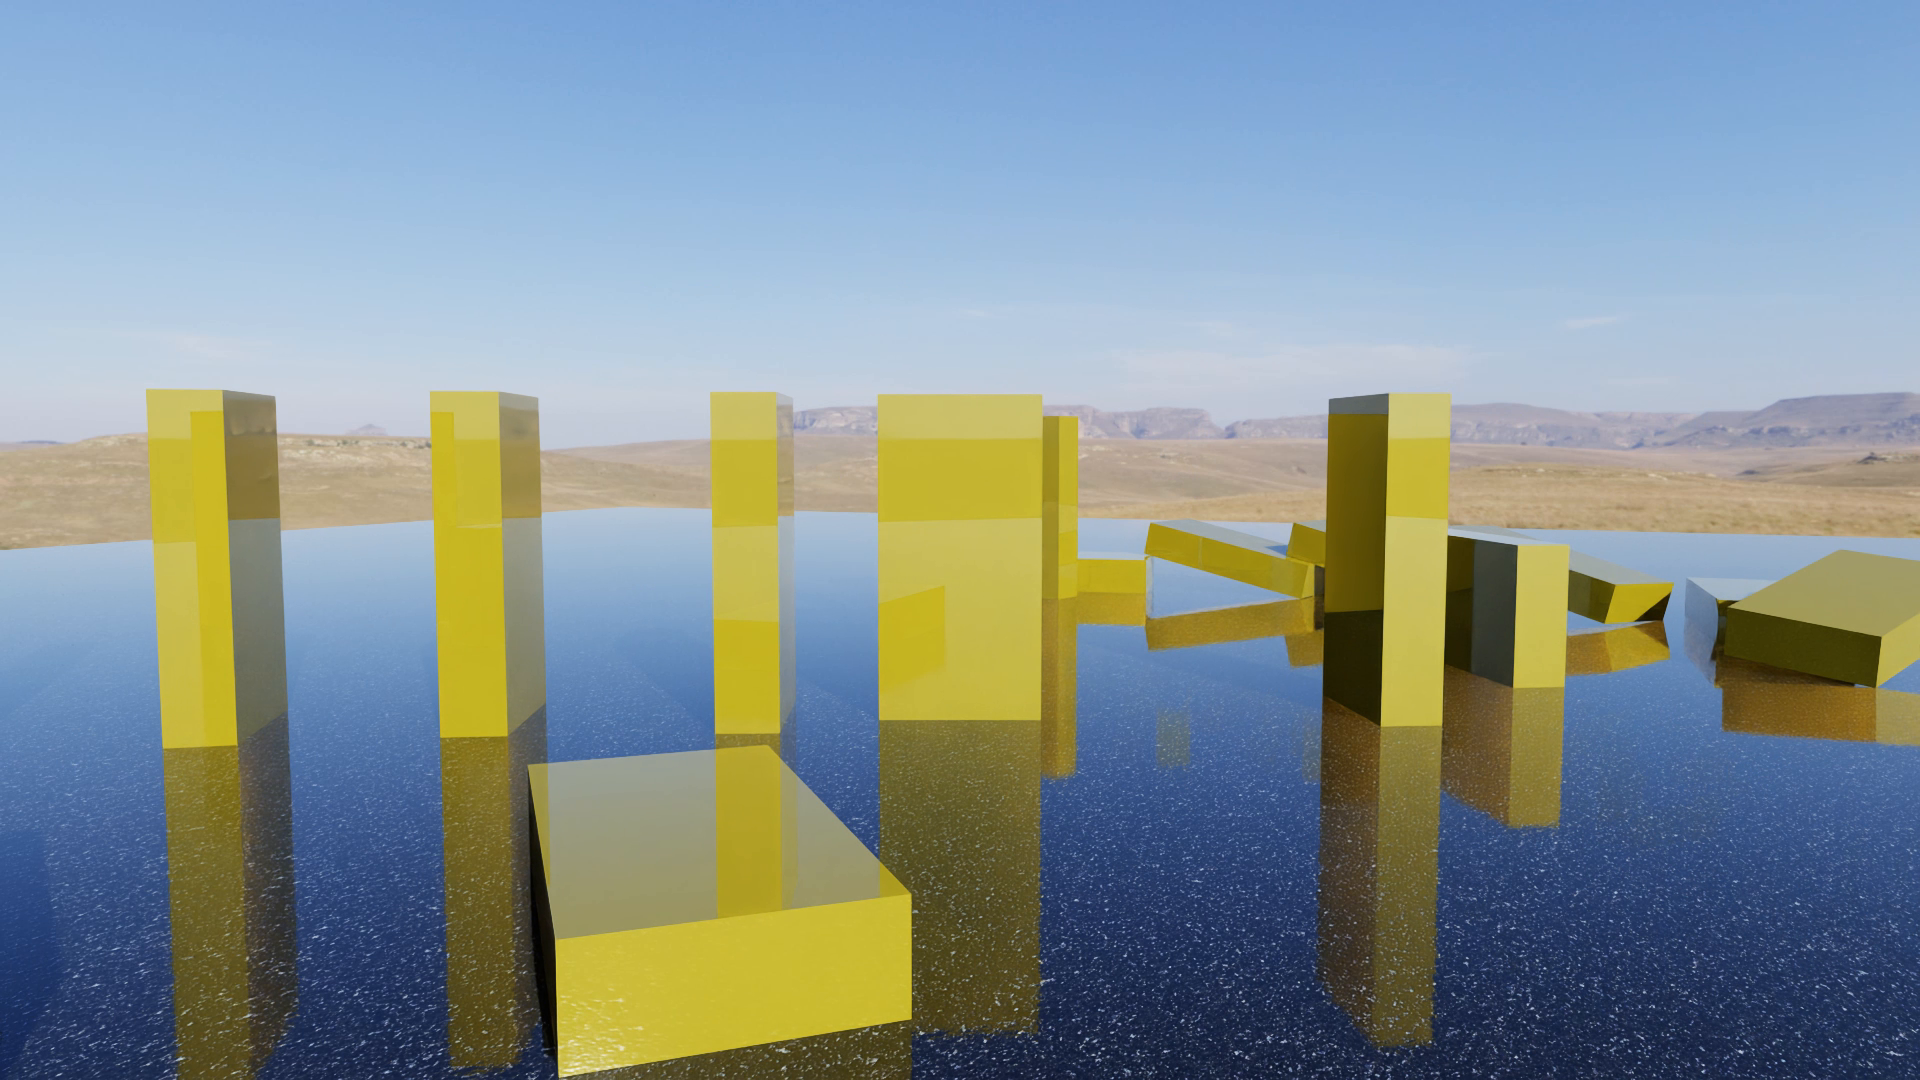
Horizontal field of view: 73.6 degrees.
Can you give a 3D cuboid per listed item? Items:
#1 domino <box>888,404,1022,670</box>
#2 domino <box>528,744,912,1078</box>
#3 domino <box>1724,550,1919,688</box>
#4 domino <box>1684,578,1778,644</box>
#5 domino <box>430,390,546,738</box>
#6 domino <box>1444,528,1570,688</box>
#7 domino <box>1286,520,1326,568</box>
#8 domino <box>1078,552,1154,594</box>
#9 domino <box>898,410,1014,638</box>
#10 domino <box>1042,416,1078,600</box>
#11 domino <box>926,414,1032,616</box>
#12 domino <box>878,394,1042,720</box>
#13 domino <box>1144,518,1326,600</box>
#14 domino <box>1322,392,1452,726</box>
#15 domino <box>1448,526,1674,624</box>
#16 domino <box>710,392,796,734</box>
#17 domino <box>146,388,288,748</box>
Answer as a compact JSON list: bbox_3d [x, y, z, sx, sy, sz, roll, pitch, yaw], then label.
[{"bbox_3d":[-0.001,-0.001,0.245,0.025,0.050,0.009,0,4,-1],"label":"domino"},{"bbox_3d":[-0.024,0.029,0.114,0.025,0.010,0.050,-2,5,-21],"label":"domino"},{"bbox_3d":[0.172,0.014,0.246,0.050,0.010,0.025,-15,18,-34],"label":"domino"},{"bbox_3d":[0.182,0.016,0.291,0.025,0.009,0.050,2,5,22],"label":"domino"},{"bbox_3d":[-0.072,0.003,0.197,0.010,0.050,0.025,0,4,-5],"label":"domino"},{"bbox_3d":[0.099,0.011,0.248,0.009,0.025,0.050,0,4,-6],"label":"domino"},{"bbox_3d":[0.118,0.006,0.351,0.025,0.010,0.050,-4,19,-45],"label":"domino"},{"bbox_3d":[0.032,0.009,0.383,0.050,0.010,0.025,1,4,14],"label":"domino"},{"bbox_3d":[-0.001,-0.004,0.286,0.025,0.050,0.010,0,4,3],"label":"domino"},{"bbox_3d":[0.020,-0.009,0.360,0.025,0.050,0.009,3,5,38],"label":"domino"},{"bbox_3d":[0.005,-0.007,0.324,0.025,0.050,0.009,1,4,13],"label":"domino"},{"bbox_3d":[0.000,0.002,0.201,0.025,0.050,0.010,0,4,0],"label":"domino"},{"bbox_3d":[0.082,0.005,0.375,0.050,0.009,0.025,17,14,35],"label":"domino"},{"bbox_3d":[0.067,0.002,0.204,0.010,0.050,0.025,0,4,-4],"label":"domino"},{"bbox_3d":[0.147,0.008,0.322,0.025,0.010,0.050,0,17,-33],"label":"domino"},{"bbox_3d":[-0.032,0.003,0.199,0.010,0.050,0.025,0,4,-2],"label":"domino"},{"bbox_3d":[-0.110,0.003,0.191,0.009,0.050,0.025,-1,4,-13],"label":"domino"}]
